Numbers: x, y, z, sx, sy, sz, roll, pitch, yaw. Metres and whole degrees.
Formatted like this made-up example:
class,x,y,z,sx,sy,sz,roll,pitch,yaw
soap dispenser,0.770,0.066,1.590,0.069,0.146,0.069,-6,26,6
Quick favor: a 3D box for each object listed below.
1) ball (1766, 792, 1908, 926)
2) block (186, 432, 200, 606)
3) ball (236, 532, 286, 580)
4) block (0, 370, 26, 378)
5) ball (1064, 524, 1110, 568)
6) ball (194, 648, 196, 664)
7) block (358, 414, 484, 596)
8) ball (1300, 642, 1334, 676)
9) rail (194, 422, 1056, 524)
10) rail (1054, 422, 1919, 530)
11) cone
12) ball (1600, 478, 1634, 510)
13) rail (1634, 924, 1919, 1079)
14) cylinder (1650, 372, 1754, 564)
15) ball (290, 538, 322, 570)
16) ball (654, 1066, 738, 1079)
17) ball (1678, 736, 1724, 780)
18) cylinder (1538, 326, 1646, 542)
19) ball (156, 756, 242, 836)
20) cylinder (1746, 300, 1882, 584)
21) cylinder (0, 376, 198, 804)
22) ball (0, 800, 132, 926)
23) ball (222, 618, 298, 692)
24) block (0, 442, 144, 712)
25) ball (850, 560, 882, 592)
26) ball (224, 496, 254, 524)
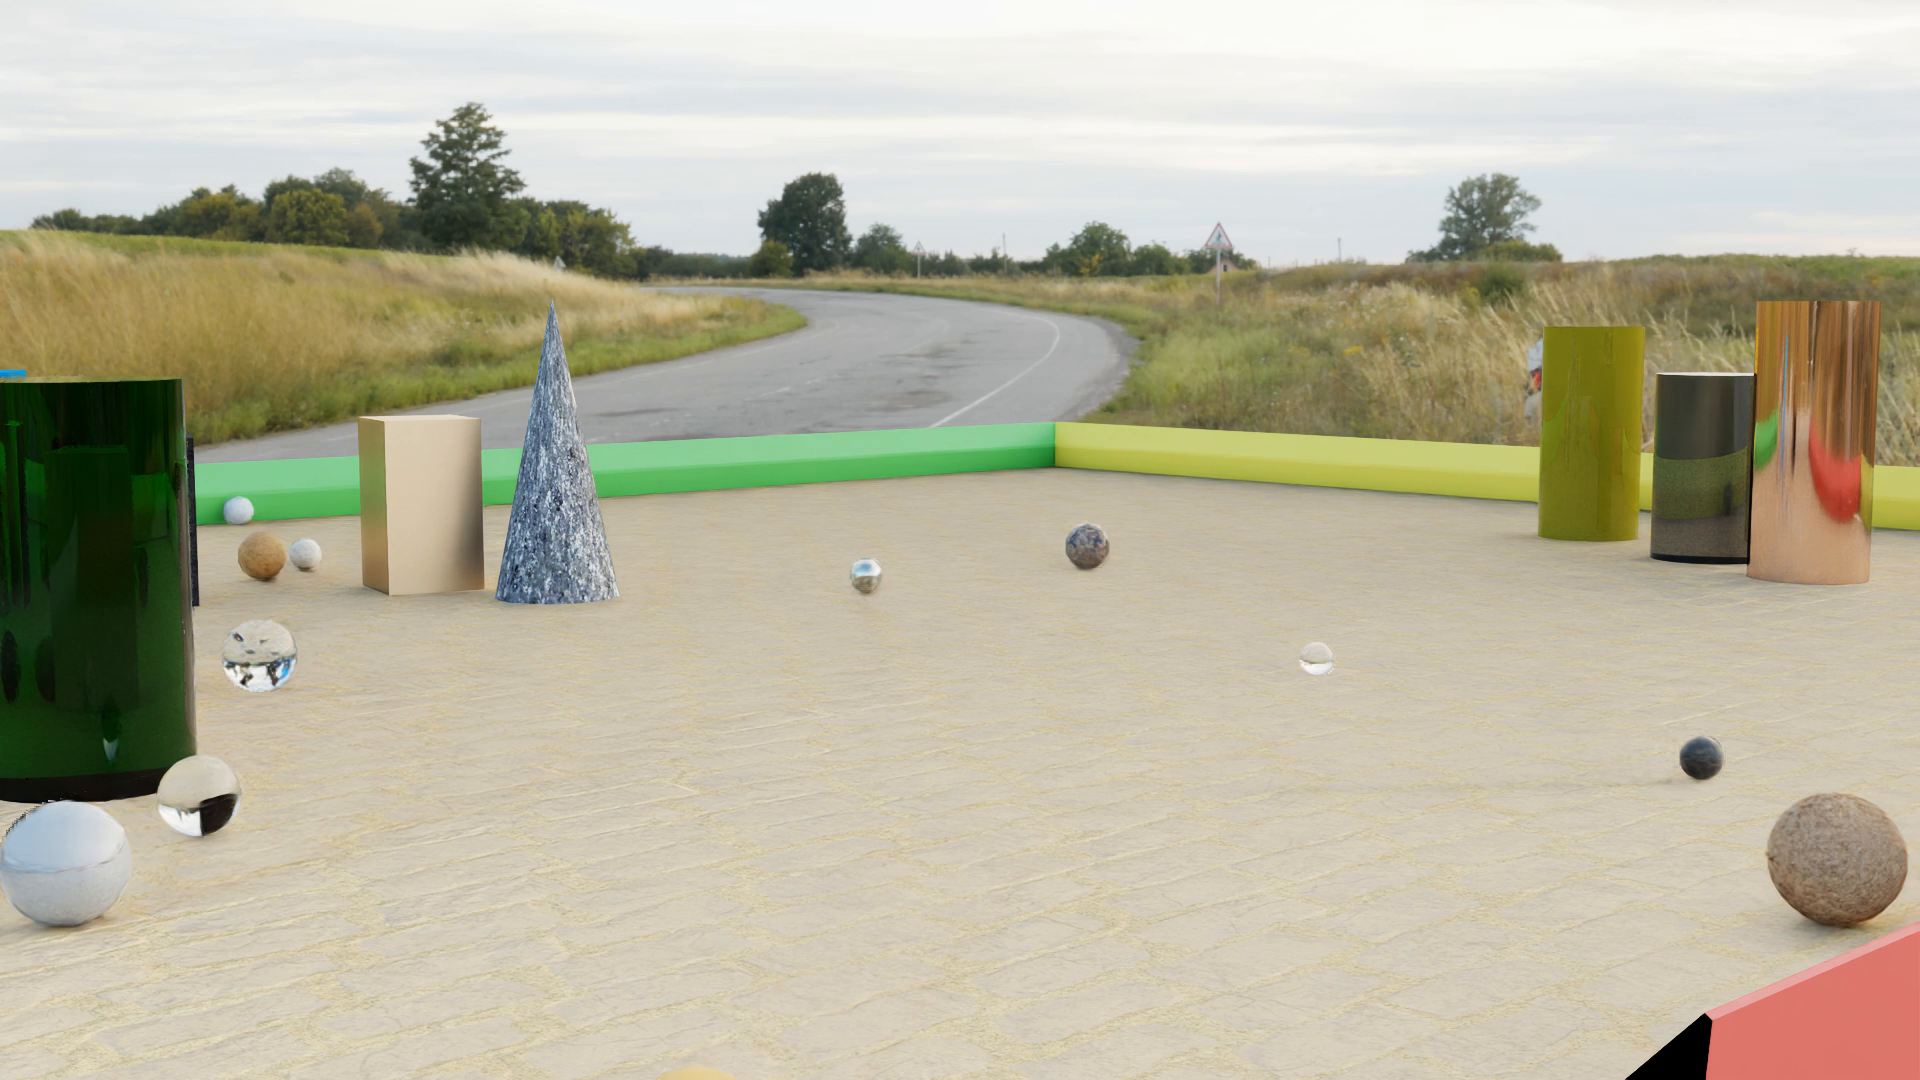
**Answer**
class,x,y,z,sx,sy,sz,roll,pitch,yaw
ball,0.635,0.231,1.593,0.095,0.095,0.095,0,6,0
block,-1.238,-0.031,3.325,0.153,0.252,0.153,-2,6,-21
ball,-1.150,0.026,3.620,0.078,0.078,0.078,0,6,0
block,-1.359,-0.050,2.997,0.153,0.359,0.153,-2,6,-15
ball,0.218,0.011,3.767,0.078,0.078,0.078,0,6,0
ball,-0.937,0.137,2.585,0.075,0.075,0.075,0,6,0
block,-0.860,-0.059,3.508,0.153,0.271,0.153,-4,7,-30
ball,0.434,0.144,2.675,0.041,0.041,0.041,0,6,0
rail,-1.307,-0.116,4.741,4.332,0.124,0.045,-6,8,-42
rail,1.574,-0.120,4.777,0.045,0.124,3.902,-6,8,-42
cone,-0.624,-0.143,3.388,0.191,0.463,0.191,0,6,0
ball,1.448,-0.100,4.842,0.072,0.072,0.072,0,6,0
rail,1.307,0.181,1.924,4.332,0.124,0.045,-6,8,-42
cylinder,1.331,-0.130,3.908,0.191,0.329,0.191,0,6,0
ball,-1.118,0.024,3.755,0.053,0.053,0.053,0,6,0
ball,-0.130,0.296,1.075,0.075,0.075,0.075,0,6,0
ball,0.702,0.207,2.083,0.041,0.041,0.041,0,6,0
cylinder,1.228,-0.210,4.282,0.191,0.409,0.191,0,6,0
ball,-0.644,0.216,1.862,0.068,0.068,0.068,0,6,0
cylinder,1.404,-0.164,3.620,0.191,0.456,0.191,0,6,0
cylinder,-0.820,0.039,2.056,0.191,0.379,0.191,0,6,0
ball,-0.647,0.234,1.590,0.090,0.090,0.090,0,6,0
ball,-0.814,0.134,2.557,0.085,0.085,0.085,0,6,0
block,-1.042,0.037,2.523,0.153,0.286,0.153,-4,7,-35
ball,-0.147,0.056,3.458,0.052,0.052,0.052,0,6,0
ball,-1.485,-0.060,4.530,0.059,0.059,0.059,0,6,0
